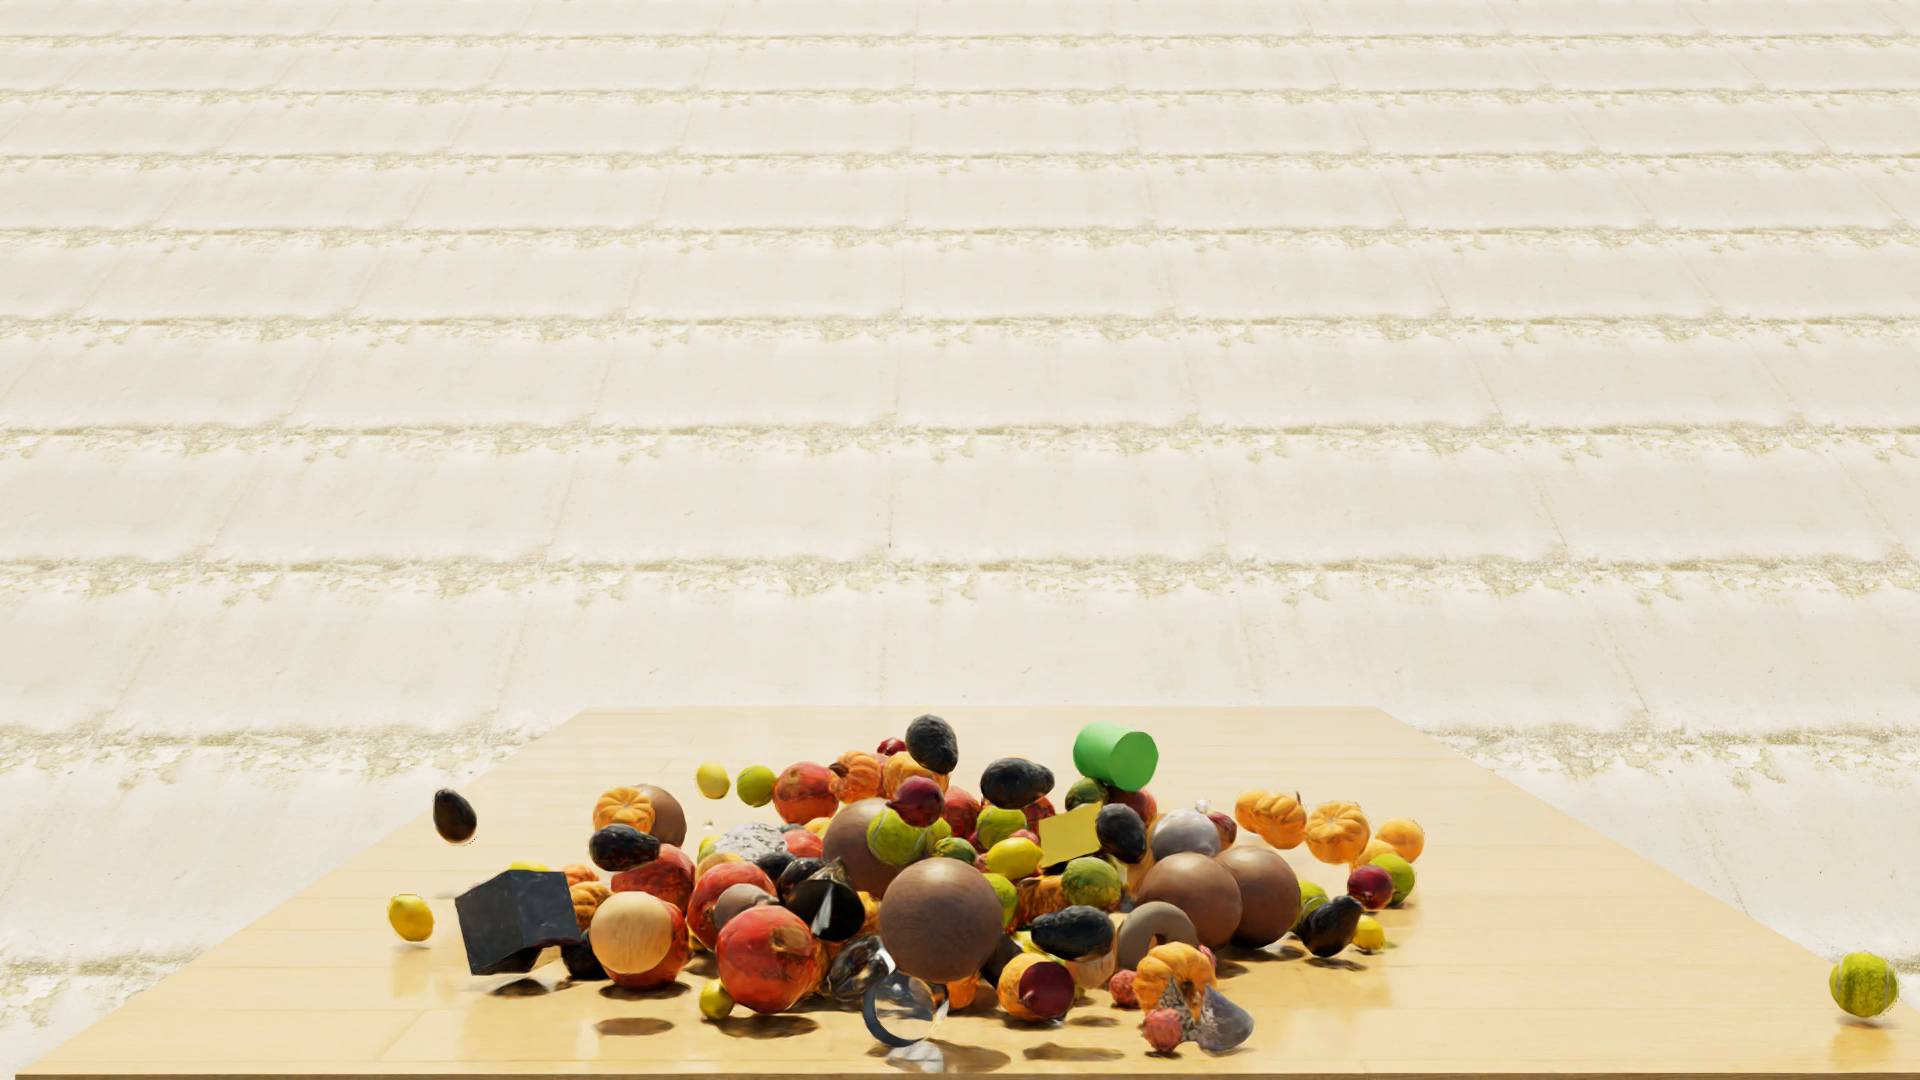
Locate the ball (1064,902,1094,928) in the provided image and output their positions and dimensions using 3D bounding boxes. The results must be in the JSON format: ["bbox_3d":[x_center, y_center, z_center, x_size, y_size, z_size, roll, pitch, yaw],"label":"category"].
[{"bbox_3d":[0.167,0.476,3.278,0.070,0.070,0.070,0,26,0],"label":"ball"}]

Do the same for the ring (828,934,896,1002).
[{"bbox_3d":[-0.110,0.479,2.892,0.088,0.029,0.088,-27,30,17],"label":"ring"}]

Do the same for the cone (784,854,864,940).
[{"bbox_3d":[-0.147,0.396,2.978,0.094,0.094,0.094,5,37,9],"label":"cone"}]

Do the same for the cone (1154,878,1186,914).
[{"bbox_3d":[0.257,0.454,3.428,0.089,0.089,0.089,0,-11,0],"label":"cone"}]

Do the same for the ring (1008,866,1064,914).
[{"bbox_3d":[0.106,0.456,3.361,0.087,0.029,0.087,-10,28,6],"label":"ring"}]

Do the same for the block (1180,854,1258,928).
[{"bbox_3d":[0.343,0.465,3.427,0.083,0.083,0.083,0,2,-10],"label":"block"}]

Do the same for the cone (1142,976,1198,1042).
[{"bbox_3d":[0.225,0.493,2.731,0.065,0.065,0.065,0,2,0],"label":"cone"}]

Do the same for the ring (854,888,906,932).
[{"bbox_3d":[-0.131,0.478,3.335,0.123,0.041,0.123,12,-16,4],"label":"ring"}]

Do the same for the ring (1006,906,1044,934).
[{"bbox_3d":[0.067,0.495,3.354,0.083,0.028,0.083,1,0,0],"label":"ring"}]

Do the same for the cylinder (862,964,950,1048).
[{"bbox_3d":[-0.056,0.485,2.691,0.076,0.076,0.076,6,0,12],"label":"cylinder"}]

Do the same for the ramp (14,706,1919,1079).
[{"bbox_3d":[0.058,0.527,4.564,2.000,0.100,4.000,0,2,0],"label":"ramp"}]

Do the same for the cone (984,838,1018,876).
[{"bbox_3d":[0.051,0.479,3.822,0.051,0.051,0.051,22,63,38],"label":"cone"}]

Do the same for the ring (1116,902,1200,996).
[{"bbox_3d":[0.226,0.467,2.944,0.107,0.107,0.036,-17,2,-31],"label":"ring"}]

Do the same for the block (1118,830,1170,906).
[{"bbox_3d":[0.210,0.434,3.364,0.087,0.087,0.087,26,79,28],"label":"block"}]

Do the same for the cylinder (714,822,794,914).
[{"bbox_3d":[-0.269,0.437,3.383,0.094,0.094,0.094,-3,40,3],"label":"cylinder"}]

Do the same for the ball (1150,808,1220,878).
[{"bbox_3d":[0.287,0.386,3.285,0.089,0.089,0.089,0,26,0],"label":"ball"}]

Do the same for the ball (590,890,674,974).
[{"bbox_3d":[-0.359,0.429,2.816,0.091,0.091,0.091,0,26,0],"label":"ball"}]

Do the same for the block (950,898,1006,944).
[{"bbox_3d":[0.023,0.486,3.274,0.051,0.051,0.051,1,2,39],"label":"block"}]

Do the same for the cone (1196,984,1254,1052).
[{"bbox_3d":[0.265,0.483,2.666,0.064,0.064,0.064,-18,25,9],"label":"cone"}]

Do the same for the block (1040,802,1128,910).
[{"bbox_3d":[0.156,0.398,3.248,0.084,0.084,0.084,-19,36,16],"label":"block"}]

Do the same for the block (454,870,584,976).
[{"bbox_3d":[-0.517,0.449,3.023,0.093,0.093,0.093,-29,-23,29],"label":"block"}]

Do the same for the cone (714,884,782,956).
[{"bbox_3d":[-0.223,0.421,2.929,0.086,0.086,0.086,-21,-9,-37],"label":"cone"}]

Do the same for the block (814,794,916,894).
[{"bbox_3d":[-0.132,0.428,3.607,0.087,0.087,0.087,-45,52,-9],"label":"block"}]

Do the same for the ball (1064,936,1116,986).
[{"bbox_3d":[0.142,0.461,2.826,0.056,0.056,0.056,0,26,0],"label":"ball"}]

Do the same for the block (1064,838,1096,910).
[{"bbox_3d":[0.194,0.460,3.546,0.084,0.084,0.084,1,3,17],"label":"block"}]

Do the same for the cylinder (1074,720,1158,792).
[{"bbox_3d":[0.242,0.335,4.015,0.095,0.095,0.095,-17,16,-31],"label":"cylinder"}]

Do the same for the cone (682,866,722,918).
[{"bbox_3d":[-0.319,0.486,3.440,0.076,0.076,0.076,31,17,-21],"label":"cone"}]

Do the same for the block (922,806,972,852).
[{"bbox_3d":[-0.020,0.458,4.092,0.062,0.062,0.062,1,2,21],"label":"block"}]

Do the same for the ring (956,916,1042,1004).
[{"bbox_3d":[0.044,0.472,2.896,0.040,0.120,0.120,-44,42,-15],"label":"ring"}]
